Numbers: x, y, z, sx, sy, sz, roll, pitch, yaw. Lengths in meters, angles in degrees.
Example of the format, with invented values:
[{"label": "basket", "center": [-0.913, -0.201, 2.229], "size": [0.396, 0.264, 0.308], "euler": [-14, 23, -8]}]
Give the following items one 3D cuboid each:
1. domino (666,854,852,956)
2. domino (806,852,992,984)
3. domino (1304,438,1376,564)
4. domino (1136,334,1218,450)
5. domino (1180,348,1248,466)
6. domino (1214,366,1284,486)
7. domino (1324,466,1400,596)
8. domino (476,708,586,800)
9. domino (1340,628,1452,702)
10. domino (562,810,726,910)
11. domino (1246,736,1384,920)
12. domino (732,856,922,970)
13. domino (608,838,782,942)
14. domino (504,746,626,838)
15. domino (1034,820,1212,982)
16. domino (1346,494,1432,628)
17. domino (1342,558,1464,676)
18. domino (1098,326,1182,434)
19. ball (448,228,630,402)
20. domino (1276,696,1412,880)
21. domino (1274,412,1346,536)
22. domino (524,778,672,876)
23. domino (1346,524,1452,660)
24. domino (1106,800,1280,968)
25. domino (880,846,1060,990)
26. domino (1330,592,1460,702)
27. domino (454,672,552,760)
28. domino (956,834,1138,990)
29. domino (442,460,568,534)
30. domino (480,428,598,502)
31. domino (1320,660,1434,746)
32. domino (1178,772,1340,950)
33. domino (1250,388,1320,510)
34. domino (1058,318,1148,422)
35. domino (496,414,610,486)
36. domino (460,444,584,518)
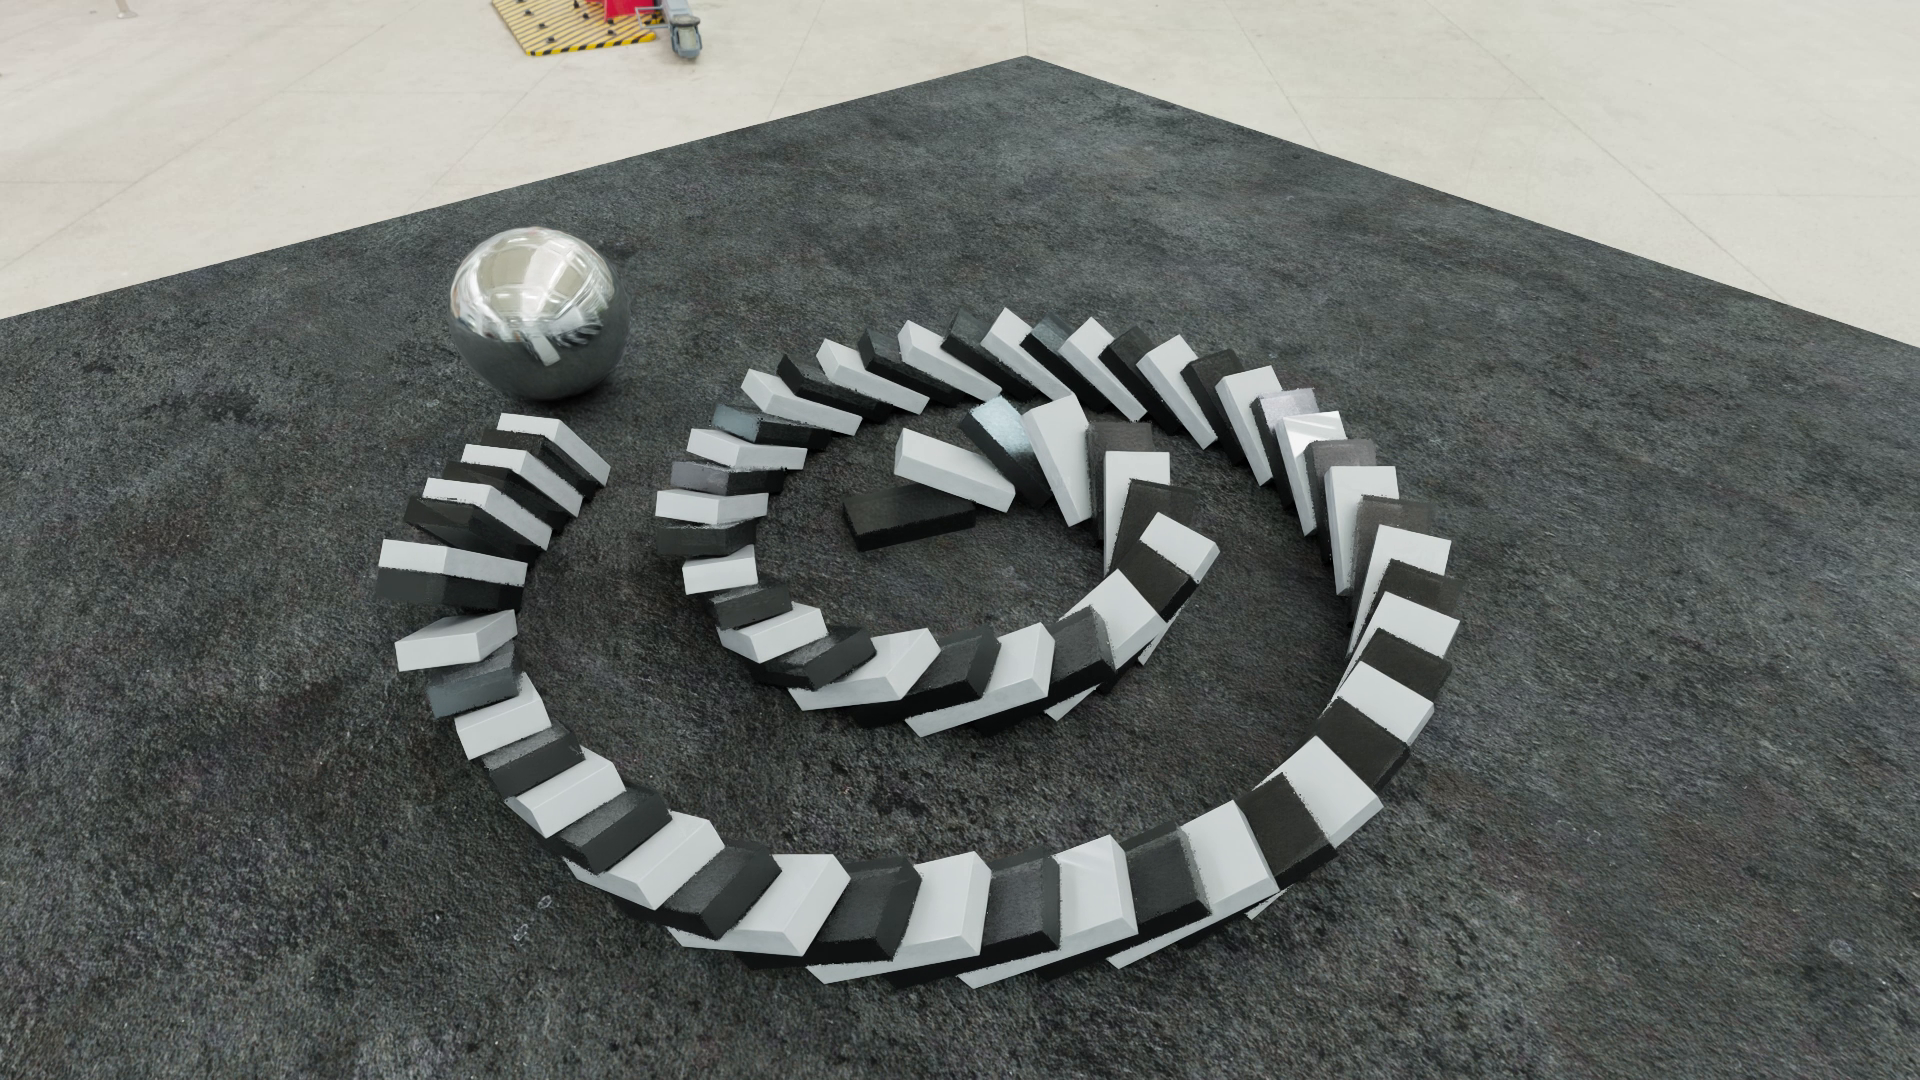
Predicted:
[{"label": "domino", "center": [-0.056, 0.099, 0.302], "size": [0.050, 0.009, 0.025], "euler": [-13, 28, 38]}, {"label": "domino", "center": [-0.017, 0.103, 0.299], "size": [0.050, 0.009, 0.025], "euler": [-21, 32, 25]}, {"label": "domino", "center": [0.156, -0.016, 0.443], "size": [0.025, 0.009, 0.050], "euler": [-2, 71, -3]}, {"label": "domino", "center": [0.107, -0.069, 0.507], "size": [0.025, 0.010, 0.050], "euler": [-32, 82, -33]}, {"label": "domino", "center": [0.123, -0.061, 0.497], "size": [0.025, 0.009, 0.050], "euler": [-21, 76, -24]}, {"label": "domino", "center": [0.135, -0.051, 0.485], "size": [0.025, 0.009, 0.050], "euler": [-15, 74, -18]}, {"label": "domino", "center": [0.158, -0.004, 0.428], "size": [0.025, 0.009, 0.050], "euler": [0, 71, 0]}, {"label": "domino", "center": [-0.137, 0.065, 0.344], "size": [0.025, 0.010, 0.050], "euler": [-26, 15, -28]}, {"label": "domino", "center": [0.134, 0.056, 0.356], "size": [0.025, 0.010, 0.050], "euler": [30, 79, 31]}, {"label": "domino", "center": [-0.092, 0.089, 0.315], "size": [0.050, 0.010, 0.025], "euler": [-5, 26, 48]}, {"label": "domino", "center": [0.095, 0.084, 0.321], "size": [0.050, 0.010, 0.025], "euler": [-41, 47, 2]}, {"label": "domino", "center": [-0.036, 0.102, 0.300], "size": [0.050, 0.009, 0.025], "euler": [-17, 30, 31]}, {"label": "domino", "center": [-0.075, 0.095, 0.307], "size": [0.050, 0.010, 0.025], "euler": [-8, 27, 45]}, {"label": "domino", "center": [-0.123, 0.074, 0.334], "size": [0.025, 0.010, 0.050], "euler": [-30, 17, -31]}, {"label": "domino", "center": [0.041, 0.099, 0.303], "size": [0.050, 0.009, 0.025], "euler": [-28, 37, 15]}, {"label": "domino", "center": [0.161, 0.009, 0.412], "size": [0.025, 0.009, 0.050], "euler": [9, 72, 11]}, {"label": "domino", "center": [0.153, 0.034, 0.382], "size": [0.025, 0.010, 0.050], "euler": [22, 76, 23]}, {"label": "domino", "center": [0.091, -0.075, 0.516], "size": [0.050, 0.010, 0.025], "euler": [48, 53, 5]}, {"label": "ball", "center": [-0.197, -0.105, 0.517], "size": [0.080, 0.080, 0.080], "euler": [0, 39, 0]}, {"label": "domino", "center": [0.109, 0.075, 0.333], "size": [0.050, 0.010, 0.025], "euler": [-48, 52, -5]}, {"label": "domino", "center": [0.151, -0.028, 0.458], "size": [0.025, 0.009, 0.050], "euler": [-7, 71, -9]}, {"label": "domino", "center": [-0.108, 0.082, 0.324], "size": [0.025, 0.009, 0.050], "euler": [-34, 19, -34]}, {"label": "domino", "center": [0.158, 0.022, 0.397], "size": [0.025, 0.010, 0.050], "euler": [15, 74, 16]}, {"label": "domino", "center": [0.060, 0.096, 0.307], "size": [0.050, 0.010, 0.025], "euler": [-31, 39, 12]}, {"label": "domino", "center": [0.003, 0.103, 0.299], "size": [0.050, 0.009, 0.025], "euler": [-23, 34, 22]}, {"label": "domino", "center": [0.144, 0.045, 0.369], "size": [0.025, 0.010, 0.050], "euler": [25, 77, 27]}, {"label": "domino", "center": [-0.149, 0.056, 0.356], "size": [0.025, 0.010, 0.050], "euler": [-22, 13, -24]}, {"label": "domino", "center": [0.022, 0.102, 0.300], "size": [0.050, 0.010, 0.025], "euler": [-26, 35, 18]}, {"label": "domino", "center": [-0.178, -0.016, 0.433], "size": [0.025, 0.050, 0.009], "euler": [7, 73, 8]}, {"label": "domino", "center": [-0.172, -0.030, 0.450], "size": [0.025, 0.050, 0.009], "euler": [7, 73, 8]}, {"label": "domino", "center": [0.123, 0.066, 0.344], "size": [0.025, 0.009, 0.050], "euler": [33, 81, 34]}, {"label": "domino", "center": [0.078, 0.091, 0.313], "size": [0.050, 0.010, 0.025], "euler": [-35, 42, 8]}, {"label": "domino", "center": [0.145, -0.039, 0.472], "size": [0.025, 0.010, 0.050], "euler": [-9, 72, -11]}, {"label": "domino", "center": [0.073, -0.081, 0.522], "size": [0.050, 0.009, 0.025], "euler": [43, 48, 0]}, {"label": "domino", "center": [-0.169, -0.037, 0.459], "size": [0.025, 0.050, 0.009], "euler": [7, 73, 8]}, {"label": "domino", "center": [-0.175, -0.023, 0.442], "size": [0.025, 0.050, 0.009], "euler": [7, 73, 9]}]
